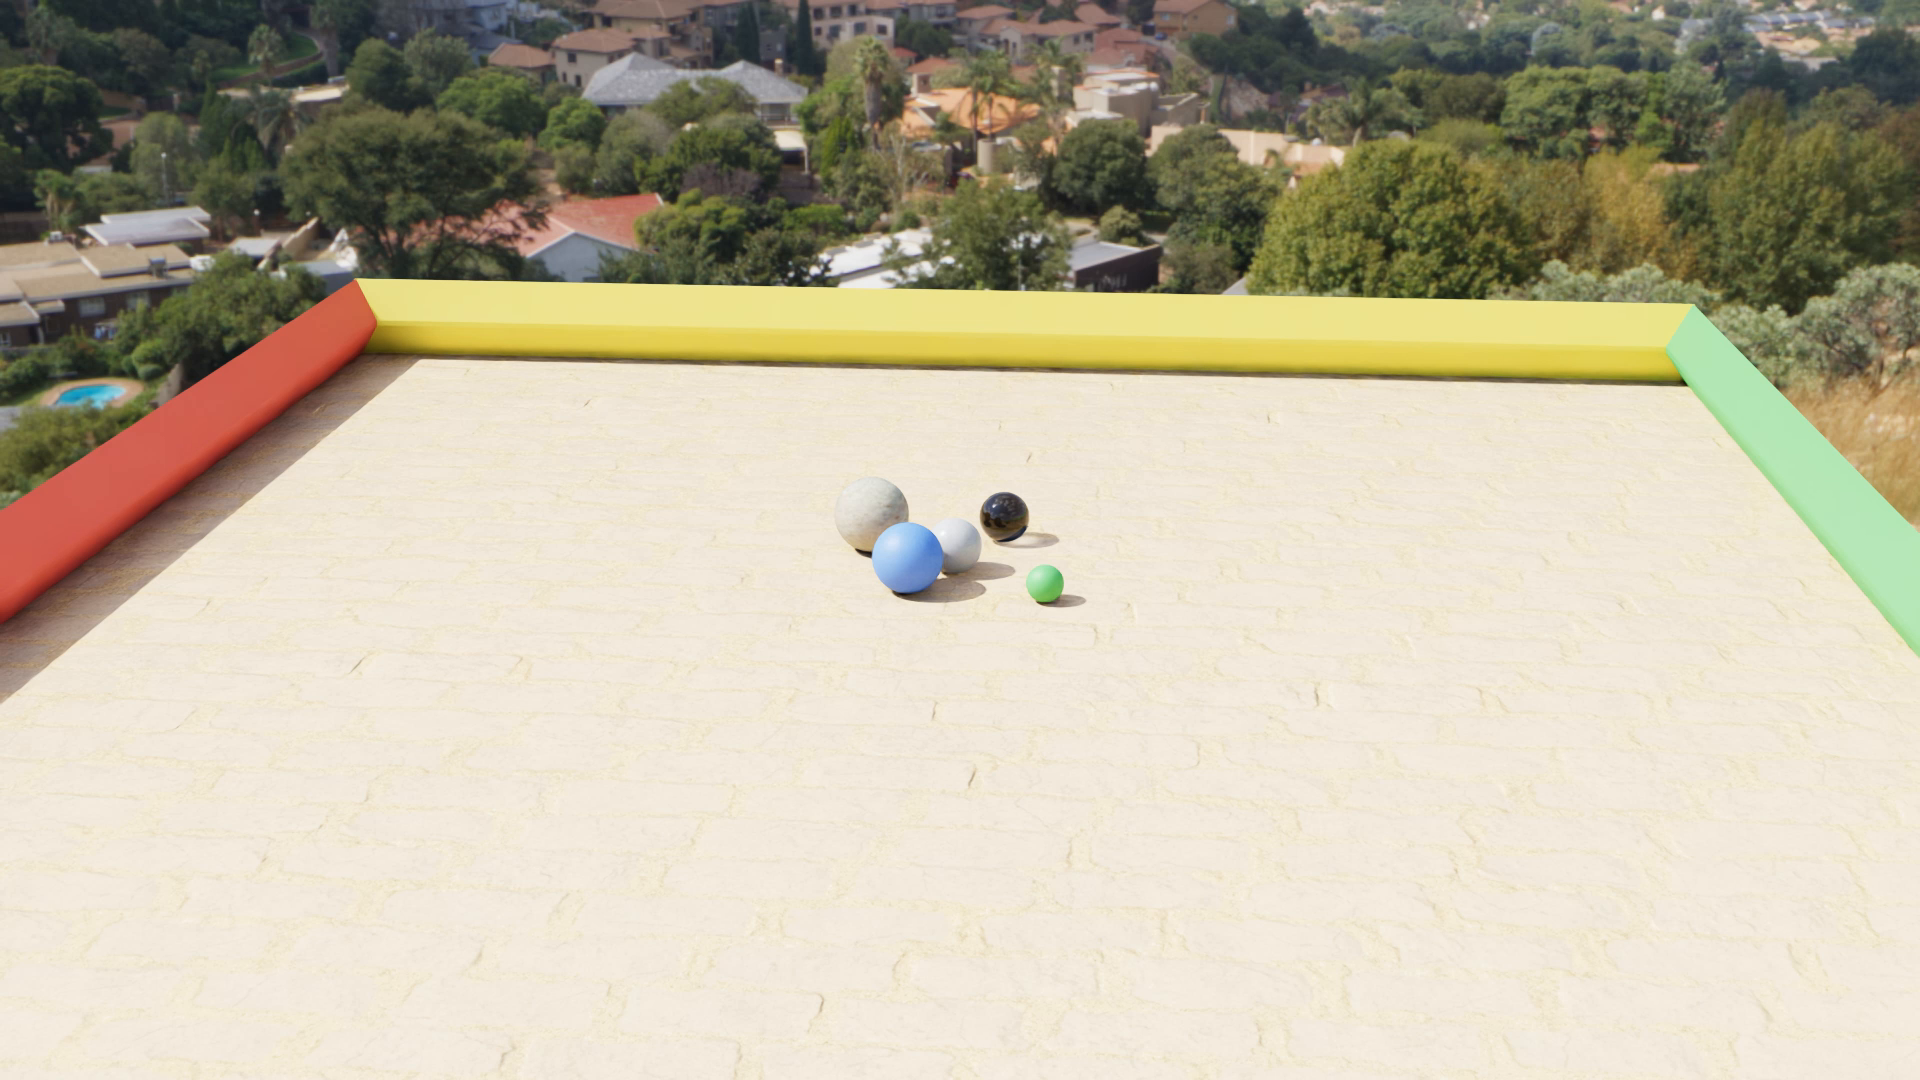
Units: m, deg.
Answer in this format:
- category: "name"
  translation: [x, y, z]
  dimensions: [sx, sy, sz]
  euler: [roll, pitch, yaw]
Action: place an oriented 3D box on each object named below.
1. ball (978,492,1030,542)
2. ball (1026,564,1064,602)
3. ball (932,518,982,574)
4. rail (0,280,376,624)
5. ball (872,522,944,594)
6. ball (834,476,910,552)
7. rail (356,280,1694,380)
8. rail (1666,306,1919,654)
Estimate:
- category: "ball"
  translation: [0.054, -0.028, 2.669]
  dimensions: [0.062, 0.062, 0.062]
  euler: [0, 20, 0]
- category: "ball"
  translation: [0.096, 0.049, 2.480]
  dimensions: [0.043, 0.043, 0.043]
  euler: [0, 20, 0]
- category: "ball"
  translation: [-0.007, 0.006, 2.567]
  dimensions: [0.066, 0.066, 0.066]
  euler: [0, 20, 0]
- category: "rail"
  translation: [-1.088, 0.252, 1.795]
  dimensions: [0.045, 0.119, 3.649]
  euler: [2, 20, 4]
- category: "ball"
  translation: [-0.060, 0.020, 2.504]
  dimensions: [0.081, 0.081, 0.081]
  euler: [0, 20, 0]
- category: "ball"
  translation: [-0.106, -0.031, 2.635]
  dimensions: [0.090, 0.090, 0.090]
  euler: [0, 20, 0]
- category: "rail"
  translation: [0.074, -0.322, 3.406]
  dimensions: [2.078, 0.119, 0.045]
  euler: [2, 20, 4]
- category: "rail"
  translation: [0.936, 0.309, 1.636]
  dimensions: [0.045, 0.119, 3.649]
  euler: [2, 20, 4]
